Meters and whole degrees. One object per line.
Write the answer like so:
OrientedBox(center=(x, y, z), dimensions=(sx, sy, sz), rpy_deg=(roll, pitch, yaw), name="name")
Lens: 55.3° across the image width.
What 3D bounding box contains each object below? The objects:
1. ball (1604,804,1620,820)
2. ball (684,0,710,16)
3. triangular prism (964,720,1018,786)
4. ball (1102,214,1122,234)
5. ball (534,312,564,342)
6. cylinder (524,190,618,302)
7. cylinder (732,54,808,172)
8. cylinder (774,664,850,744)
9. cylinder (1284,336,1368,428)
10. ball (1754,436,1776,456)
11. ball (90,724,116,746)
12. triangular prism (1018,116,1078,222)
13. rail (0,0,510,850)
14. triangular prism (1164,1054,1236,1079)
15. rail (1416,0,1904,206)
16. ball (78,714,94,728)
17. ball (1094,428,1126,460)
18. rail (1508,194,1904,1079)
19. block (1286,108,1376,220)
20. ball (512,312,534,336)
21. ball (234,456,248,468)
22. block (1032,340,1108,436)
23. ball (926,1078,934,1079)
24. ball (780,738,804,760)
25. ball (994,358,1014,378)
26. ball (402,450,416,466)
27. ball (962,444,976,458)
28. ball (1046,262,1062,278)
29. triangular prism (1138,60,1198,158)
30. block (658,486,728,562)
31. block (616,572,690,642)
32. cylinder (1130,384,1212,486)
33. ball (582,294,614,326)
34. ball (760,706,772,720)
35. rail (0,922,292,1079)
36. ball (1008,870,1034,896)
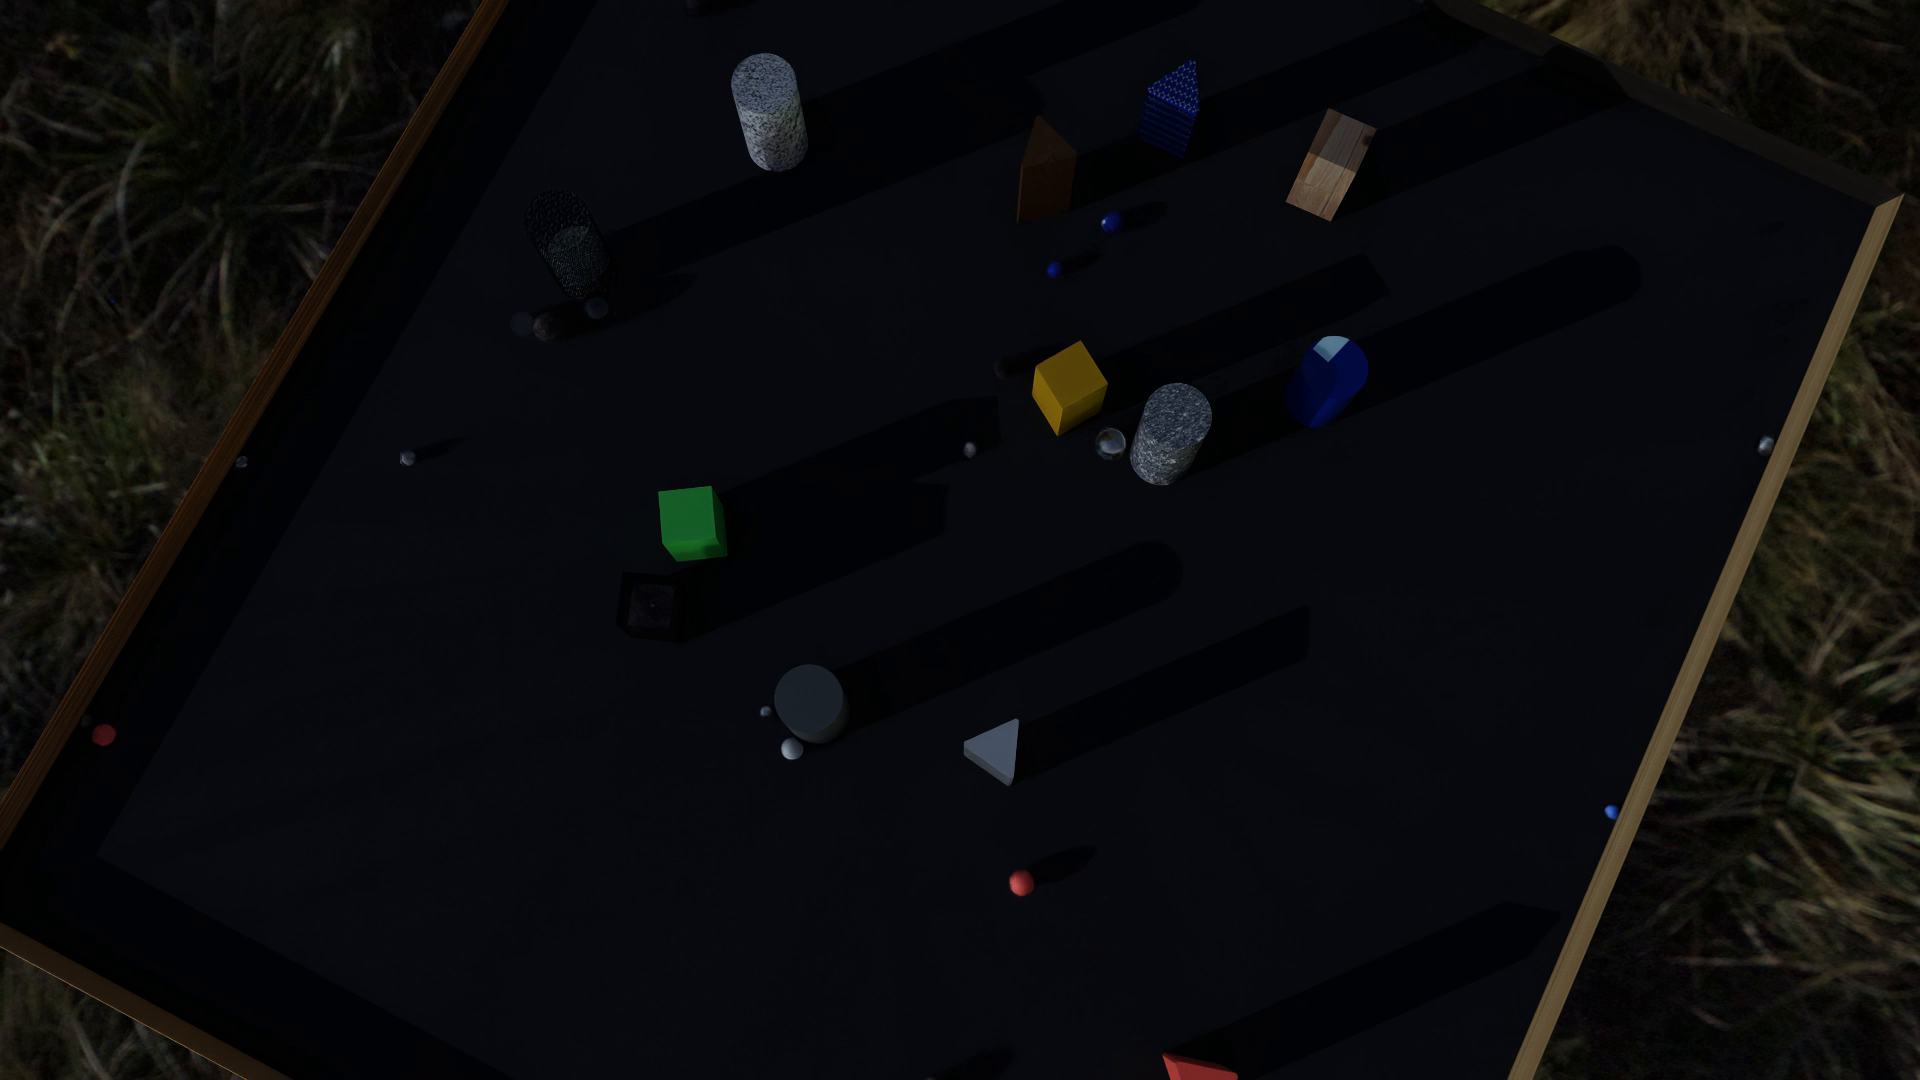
OrientedBox(center=(1.932, 0.806, 5.428), dimensions=(0.043, 0.043, 0.043), rpy_deg=(0, 78, 0), name="ball")
OrientedBox(center=(-0.850, -1.739, 5.935), dimensions=(0.080, 0.080, 0.080), rpy_deg=(0, 78, 0), name="ball")
OrientedBox(center=(0.121, 0.597, 5.340), dimensions=(0.169, 0.300, 0.146), rpy_deg=(35, 80, 7), name="triangular prism")
OrientedBox(center=(0.480, -0.999, 5.790), dimensions=(0.065, 0.065, 0.065), rpy_deg=(0, 78, 0), name="ball")
OrientedBox(center=(-1.279, -0.662, 5.706), dimensions=(0.093, 0.093, 0.093), rpy_deg=(0, 78, 0), name="ball")
OrientedBox(center=(-1.177, -0.887, 5.570), dimensions=(0.195, 0.450, 0.195), rpy_deg=(0, 78, 0), name="cylinder")
OrientedBox(center=(-0.584, -1.316, 5.669), dimensions=(0.195, 0.431, 0.195), rpy_deg=(0, 78, 0), name="cylinder")
OrientedBox(center=(-0.428, 0.482, 5.344), dimensions=(0.195, 0.338, 0.195), rpy_deg=(0, 78, 0), name="cylinder")
OrientedBox(center=(1.106, -0.476, 5.553), dimensions=(0.195, 0.317, 0.195), rpy_deg=(0, 78, 0), name="cylinder")
OrientedBox(center=(2.481, -0.291, 5.644), dimensions=(0.063, 0.063, 0.063), rpy_deg=(0, 78, 0), name="ball")
OrientedBox(center=(-2.554, 0.581, 5.462), dimensions=(0.066, 0.066, 0.066), rpy_deg=(0, 78, 0), name="ball")
OrientedBox(center=(0.247, -1.142, 5.627), dimensions=(0.169, 0.443, 0.146), rpy_deg=(-13, 79, -3), name="triangular prism")
OrientedBox(center=(-1.897, -0.922, 5.742), dimensions=(0.045, 0.127, 4.597), rpy_deg=(26, 80, 5), name="rail")
OrientedBox(center=(0.643, 1.501, 5.133), dimensions=(0.146, 0.338, 0.169), rpy_deg=(41, 81, 8), name="triangular prism")
OrientedBox(center=(1.017, -1.986, 5.962), dimensions=(4.288, 0.127, 0.045), rpy_deg=(26, 80, 5), name="rail")
OrientedBox(center=(-2.616, 0.540, 5.483), dimensions=(0.042, 0.042, 0.042), rpy_deg=(0, 78, 0), name="ball")
OrientedBox(center=(0.463, -0.294, 5.628), dimensions=(0.097, 0.097, 0.097), rpy_deg=(0, 78, 0), name="ball")
OrientedBox(center=(1.897, 0.935, 5.357), dimensions=(0.045, 0.127, 4.597), rpy_deg=(26, 80, 5), name="rail")
OrientedBox(center=(1.142, -1.153, 5.658), dimensions=(0.156, 0.386, 0.156), rpy_deg=(25, 79, 5), name="block")
OrientedBox(center=(-1.362, -0.674, 5.720), dimensions=(0.069, 0.069, 0.069), rpy_deg=(0, 78, 0), name="ball")
OrientedBox(center=(-2.215, -0.241, 5.646), dimensions=(0.041, 0.041, 0.041), rpy_deg=(0, 78, 0), name="ball")
OrientedBox(center=(0.330, -0.456, 5.554), dimensions=(0.156, 0.308, 0.156), rpy_deg=(-30, 80, -6), name="block")
OrientedBox(center=(-0.085, 1.583, 5.248), dimensions=(0.081, 0.081, 0.081), rpy_deg=(0, 78, 0), name="ball")
OrientedBox(center=(-0.499, 0.621, 5.454), dimensions=(0.067, 0.067, 0.067), rpy_deg=(0, 78, 0), name="ball")
OrientedBox(center=(0.138, -0.533, 5.694), dimensions=(0.064, 0.064, 0.064), rpy_deg=(0, 78, 0), name="ball")
OrientedBox(center=(-1.698, -0.253, 5.646), dimensions=(0.045, 0.045, 0.045), rpy_deg=(0, 78, 0), name="ball")
OrientedBox(center=(0.030, -0.277, 5.652), dimensions=(0.043, 0.043, 0.043), rpy_deg=(0, 78, 0), name="ball")
OrientedBox(center=(0.297, -0.849, 5.767), dimensions=(0.049, 0.049, 0.049), rpy_deg=(0, 78, 0), name="ball")
OrientedBox(center=(0.676, -1.357, 5.718), dimensions=(0.169, 0.352, 0.146), rpy_deg=(26, 80, 5), name="triangular prism")
OrientedBox(center=(-0.796, -0.046, 5.482), dimensions=(0.156, 0.281, 0.156), rpy_deg=(-6, 78, -1), name="block")
OrientedBox(center=(-0.911, 0.202, 5.440), dimensions=(0.156, 0.264, 0.156), rpy_deg=(6, 78, 1), name="block")
OrientedBox(center=(0.622, -0.309, 5.451), dimensions=(0.195, 0.449, 0.195), rpy_deg=(0, 78, 0), name="cylinder")
OrientedBox(center=(-1.130, -0.717, 5.716), dimensions=(0.095, 0.095, 0.095), rpy_deg=(0, 78, 0), name="ball")
OrientedBox(center=(-0.581, 0.516, 5.489), dimensions=(0.040, 0.040, 0.040), rpy_deg=(0, 78, 0), name="ball")
OrientedBox(center=(-1.017, 1.999, 5.137), dimensions=(4.288, 0.127, 0.045), rpy_deg=(26, 80, 5), name="rail")
OrientedBox(center=(0.181, 1.003, 5.370), dimensions=(0.075, 0.075, 0.075), rpy_deg=(0, 78, 0), name="ball")
